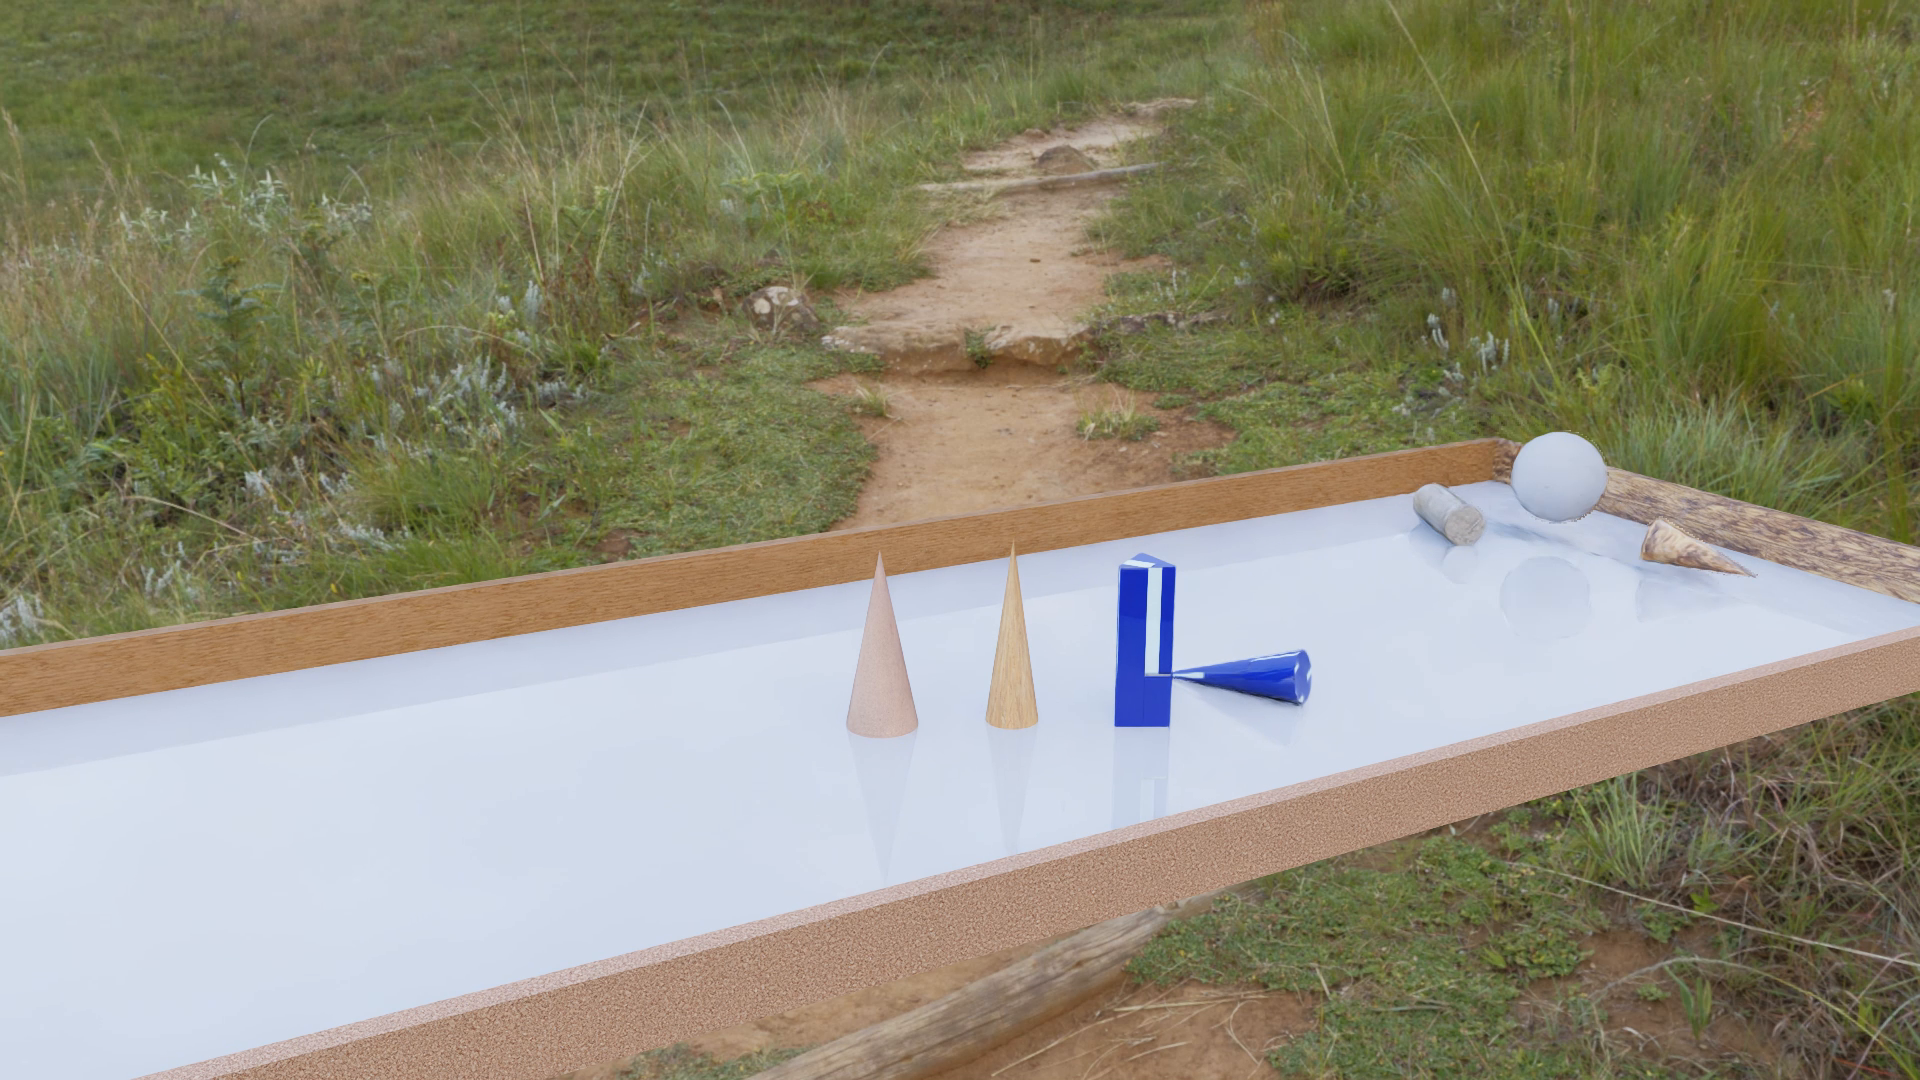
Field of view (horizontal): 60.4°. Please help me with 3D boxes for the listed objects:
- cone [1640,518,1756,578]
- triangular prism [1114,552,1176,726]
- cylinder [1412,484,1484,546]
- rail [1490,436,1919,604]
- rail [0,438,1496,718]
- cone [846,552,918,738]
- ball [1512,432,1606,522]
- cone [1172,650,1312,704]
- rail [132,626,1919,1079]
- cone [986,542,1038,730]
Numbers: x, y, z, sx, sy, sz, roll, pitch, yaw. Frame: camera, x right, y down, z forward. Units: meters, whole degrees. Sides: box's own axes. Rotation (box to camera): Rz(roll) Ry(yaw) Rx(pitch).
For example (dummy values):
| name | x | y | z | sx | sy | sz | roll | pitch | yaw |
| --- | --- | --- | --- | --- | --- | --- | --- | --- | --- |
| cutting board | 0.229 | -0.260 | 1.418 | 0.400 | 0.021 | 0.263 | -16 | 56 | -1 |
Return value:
| name | x | y | z | sx | sy | sz | roll | pitch | yaw |
| --- | --- | --- | --- | --- | --- | --- | --- | --- | --- |
| cone | 2.218 | 0.055 | 4.923 | 0.320 | 0.138 | 0.138 | 25 | 28 | 35 |
| triangular prism | 0.427 | 0.233 | 3.867 | 0.129 | 0.392 | 0.112 | 0 | 16 | -1 |
| cylinder | 1.603 | -0.086 | 5.419 | 0.129 | 0.129 | 0.309 | -1 | 16 | -4 |
| rail | 2.466 | -0.048 | 5.253 | 0.050 | 0.150 | 2.100 | -9 | 18 | -27 |
| rail | -3.305 | 0.497 | 3.399 | 12.000 | 0.150 | 0.050 | -9 | 18 | -27 |
| cone | -0.183 | 0.227 | 3.822 | 0.172 | 0.429 | 0.172 | 0 | 16 | 0 |
| ball | 1.925 | -0.203 | 5.308 | 0.289 | 0.289 | 0.289 | 0 | 16 | 0 |
| cone | 0.666 | 0.337 | 4.096 | 0.384 | 0.129 | 0.129 | -2 | 13 | 30 |
| rail | -2.336 | 1.006 | 1.665 | 12.000 | 0.150 | 0.050 | -9 | 18 | -27 |
| cone | 0.123 | 0.209 | 3.847 | 0.126 | 0.449 | 0.126 | 0 | 16 | 0 |
